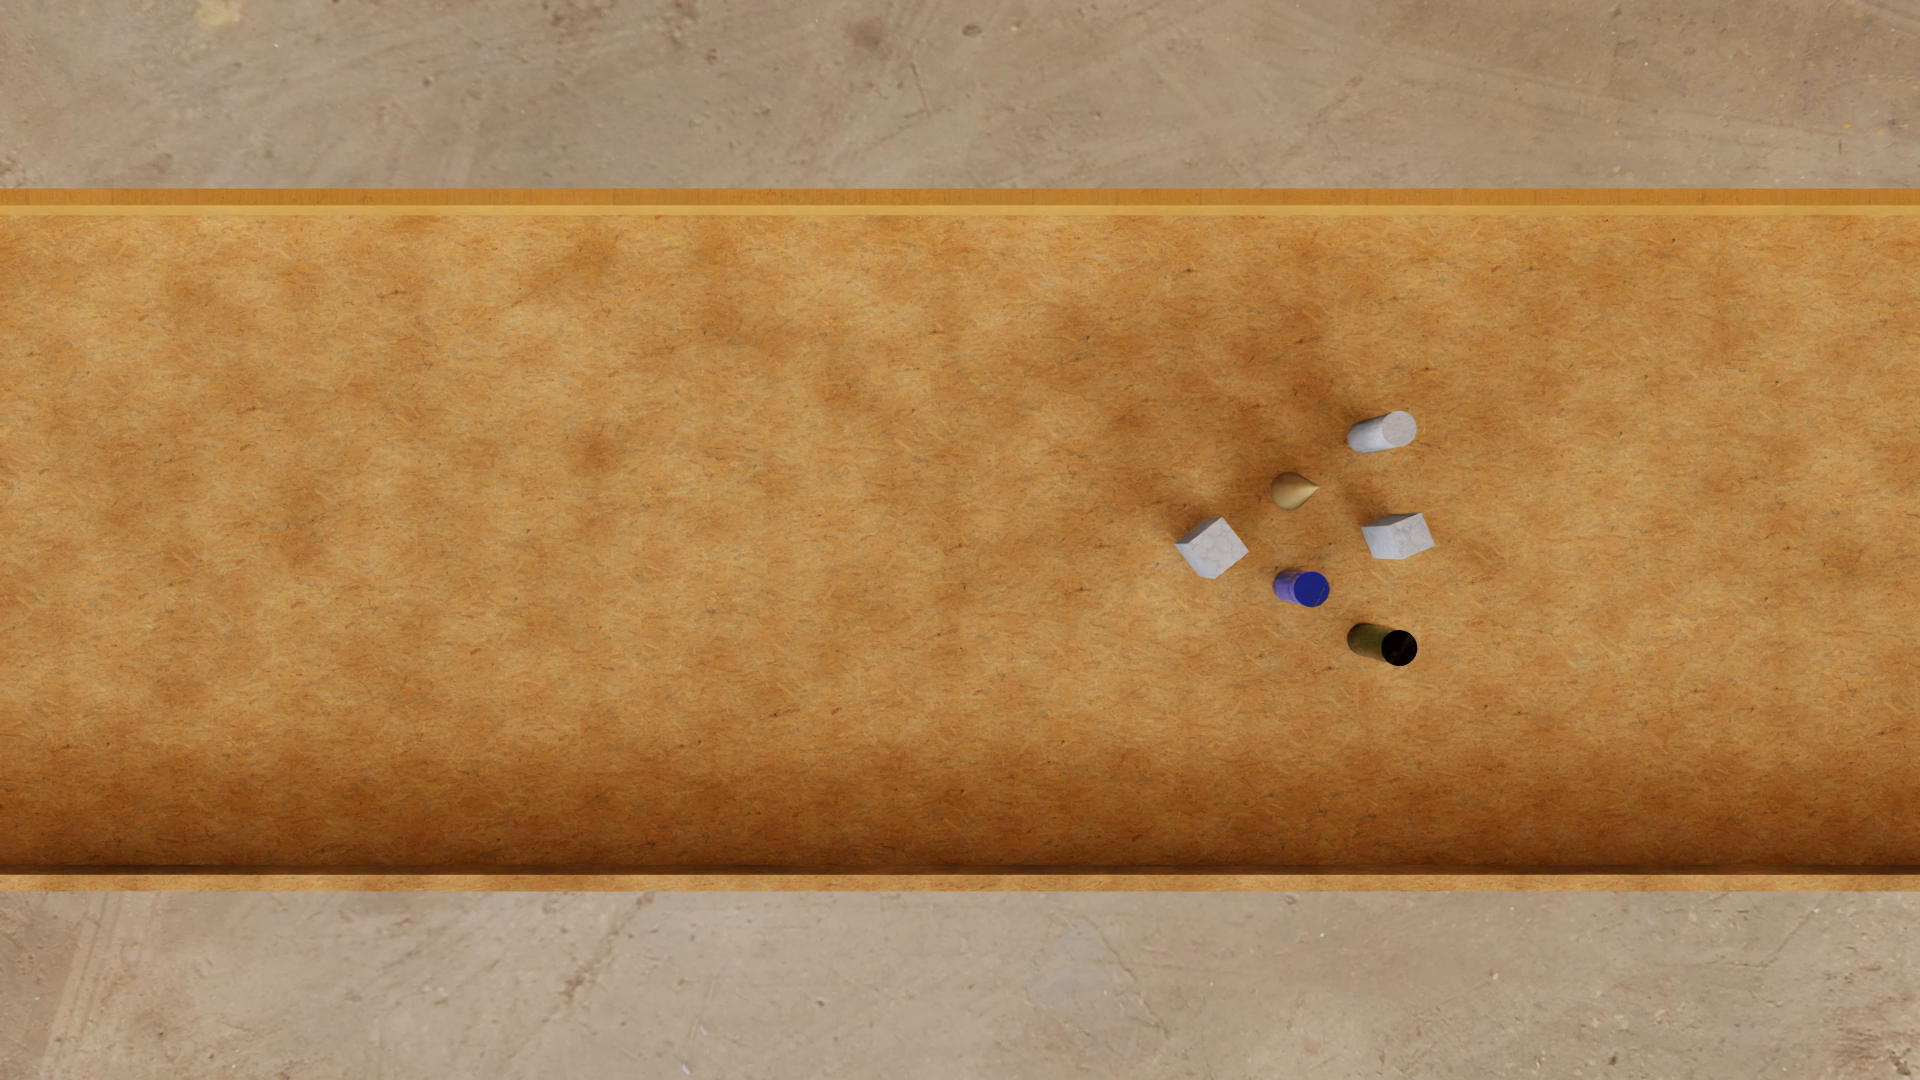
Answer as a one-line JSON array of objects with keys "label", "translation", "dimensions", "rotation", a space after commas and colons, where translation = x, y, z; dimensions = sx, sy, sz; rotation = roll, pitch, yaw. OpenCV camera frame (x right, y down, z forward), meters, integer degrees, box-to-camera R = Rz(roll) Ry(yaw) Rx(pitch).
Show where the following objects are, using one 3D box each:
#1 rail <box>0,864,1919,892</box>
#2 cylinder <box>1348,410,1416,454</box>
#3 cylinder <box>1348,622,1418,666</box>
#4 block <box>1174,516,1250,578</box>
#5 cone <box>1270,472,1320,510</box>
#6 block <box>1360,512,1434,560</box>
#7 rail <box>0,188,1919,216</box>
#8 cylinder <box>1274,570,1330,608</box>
[{"label": "rail", "translation": [-2.247, 1.025, 5.001], "dimensions": [12.000, 0.150, 0.050], "rotation": [0, 90, 0]}, {"label": "cylinder", "translation": [1.243, -0.315, 4.872], "dimensions": [0.101, 0.408, 0.101], "rotation": [0, 90, 0]}, {"label": "cylinder", "translation": [1.242, 0.305, 4.870], "dimensions": [0.103, 0.412, 0.103], "rotation": [0, 90, 0]}, {"label": "block", "translation": [0.748, 0.023, 4.925], "dimensions": [0.129, 0.303, 0.129], "rotation": [-38, 90, 0]}, {"label": "cone", "translation": [1.015, -0.151, 4.860], "dimensions": [0.118, 0.433, 0.118], "rotation": [0, 90, 0]}, {"label": "block", "translation": [1.300, -0.012, 4.913], "dimensions": [0.104, 0.327, 0.104], "rotation": [-22, 90, 0]}, {"label": "rail", "translation": [-2.247, -1.025, 5.002], "dimensions": [12.000, 0.150, 0.050], "rotation": [0, 90, 0]}, {"label": "cylinder", "translation": [1.015, 0.143, 4.920], "dimensions": [0.103, 0.313, 0.103], "rotation": [0, 90, 0]}]
